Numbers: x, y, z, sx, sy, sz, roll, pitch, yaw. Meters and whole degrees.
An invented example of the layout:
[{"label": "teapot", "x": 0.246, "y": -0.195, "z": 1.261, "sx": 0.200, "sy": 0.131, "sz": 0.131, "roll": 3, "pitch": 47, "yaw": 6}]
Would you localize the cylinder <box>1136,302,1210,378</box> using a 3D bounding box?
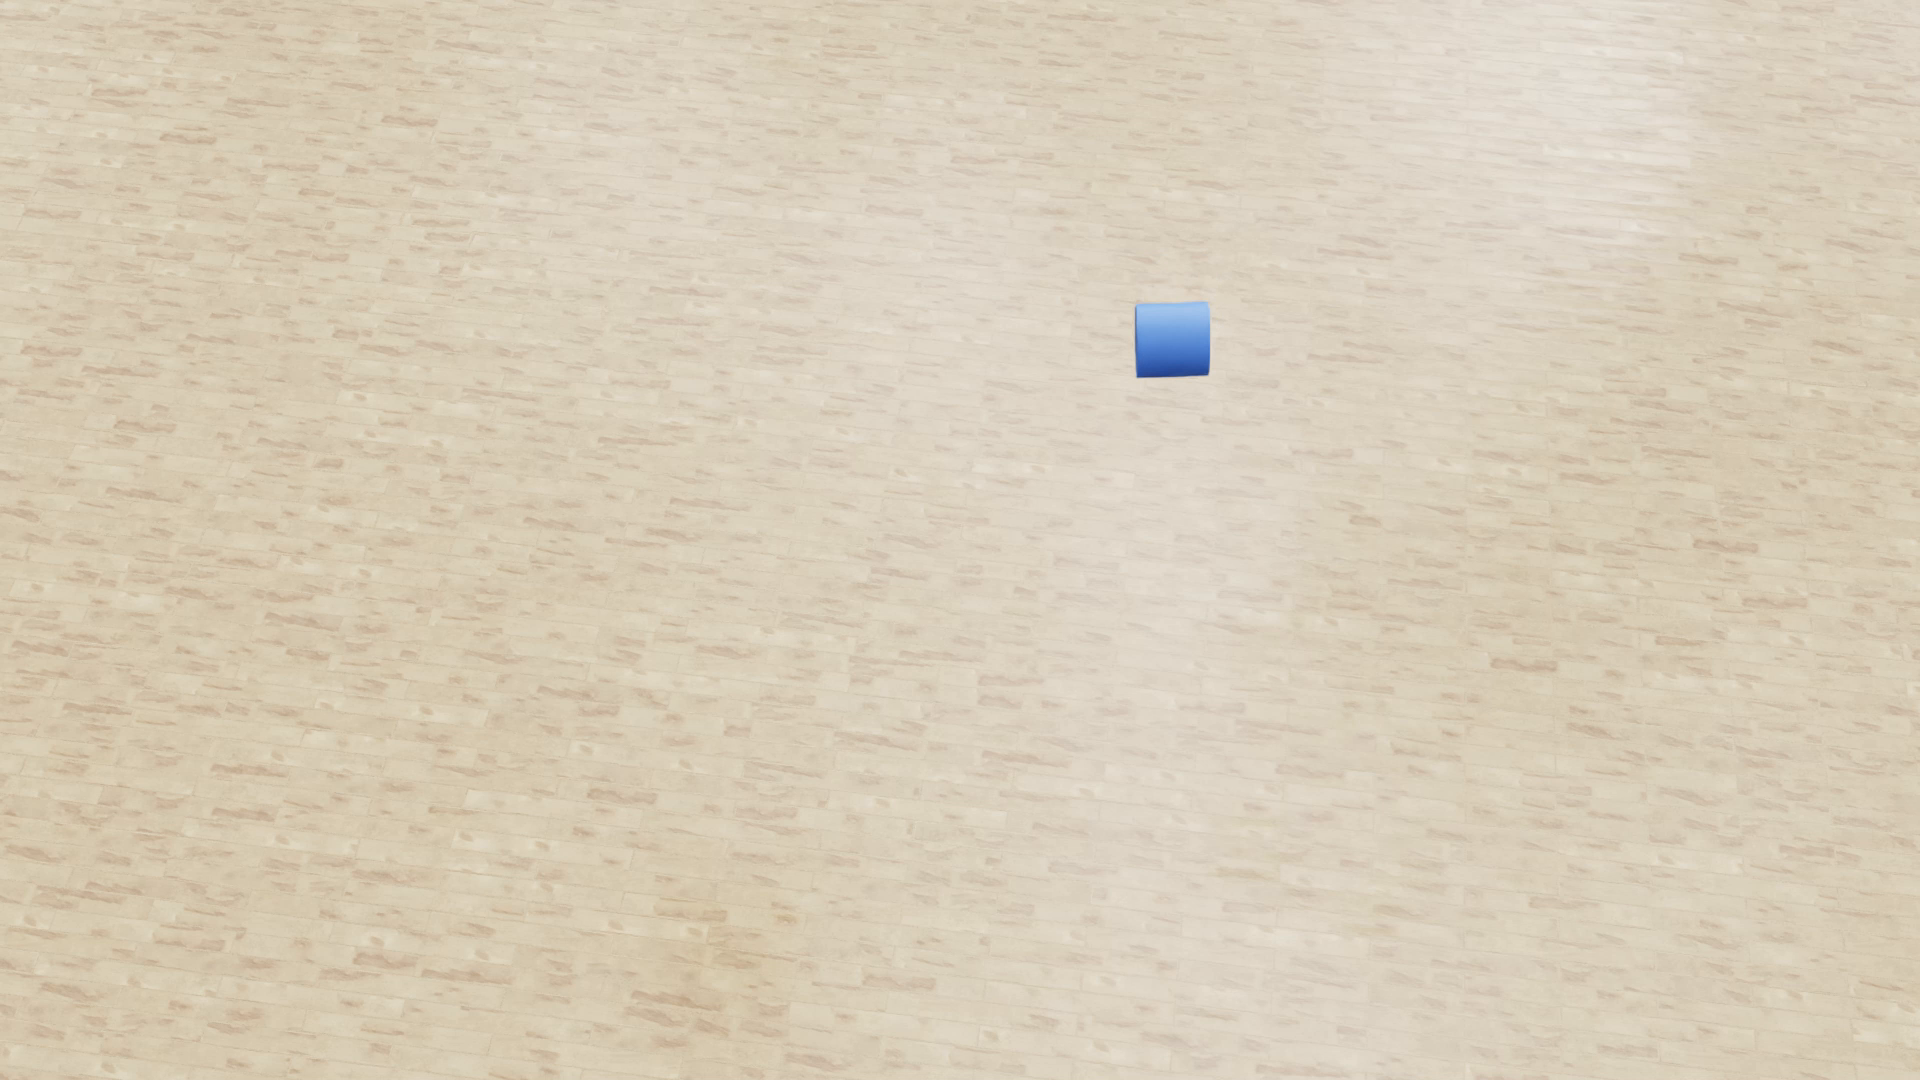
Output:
[{"label": "cylinder", "x": 0.275, "y": -0.259, "z": 2.852, "sx": 0.093, "sy": 0.102, "sz": 0.068, "roll": -2, "pitch": 31, "yaw": 2}]
